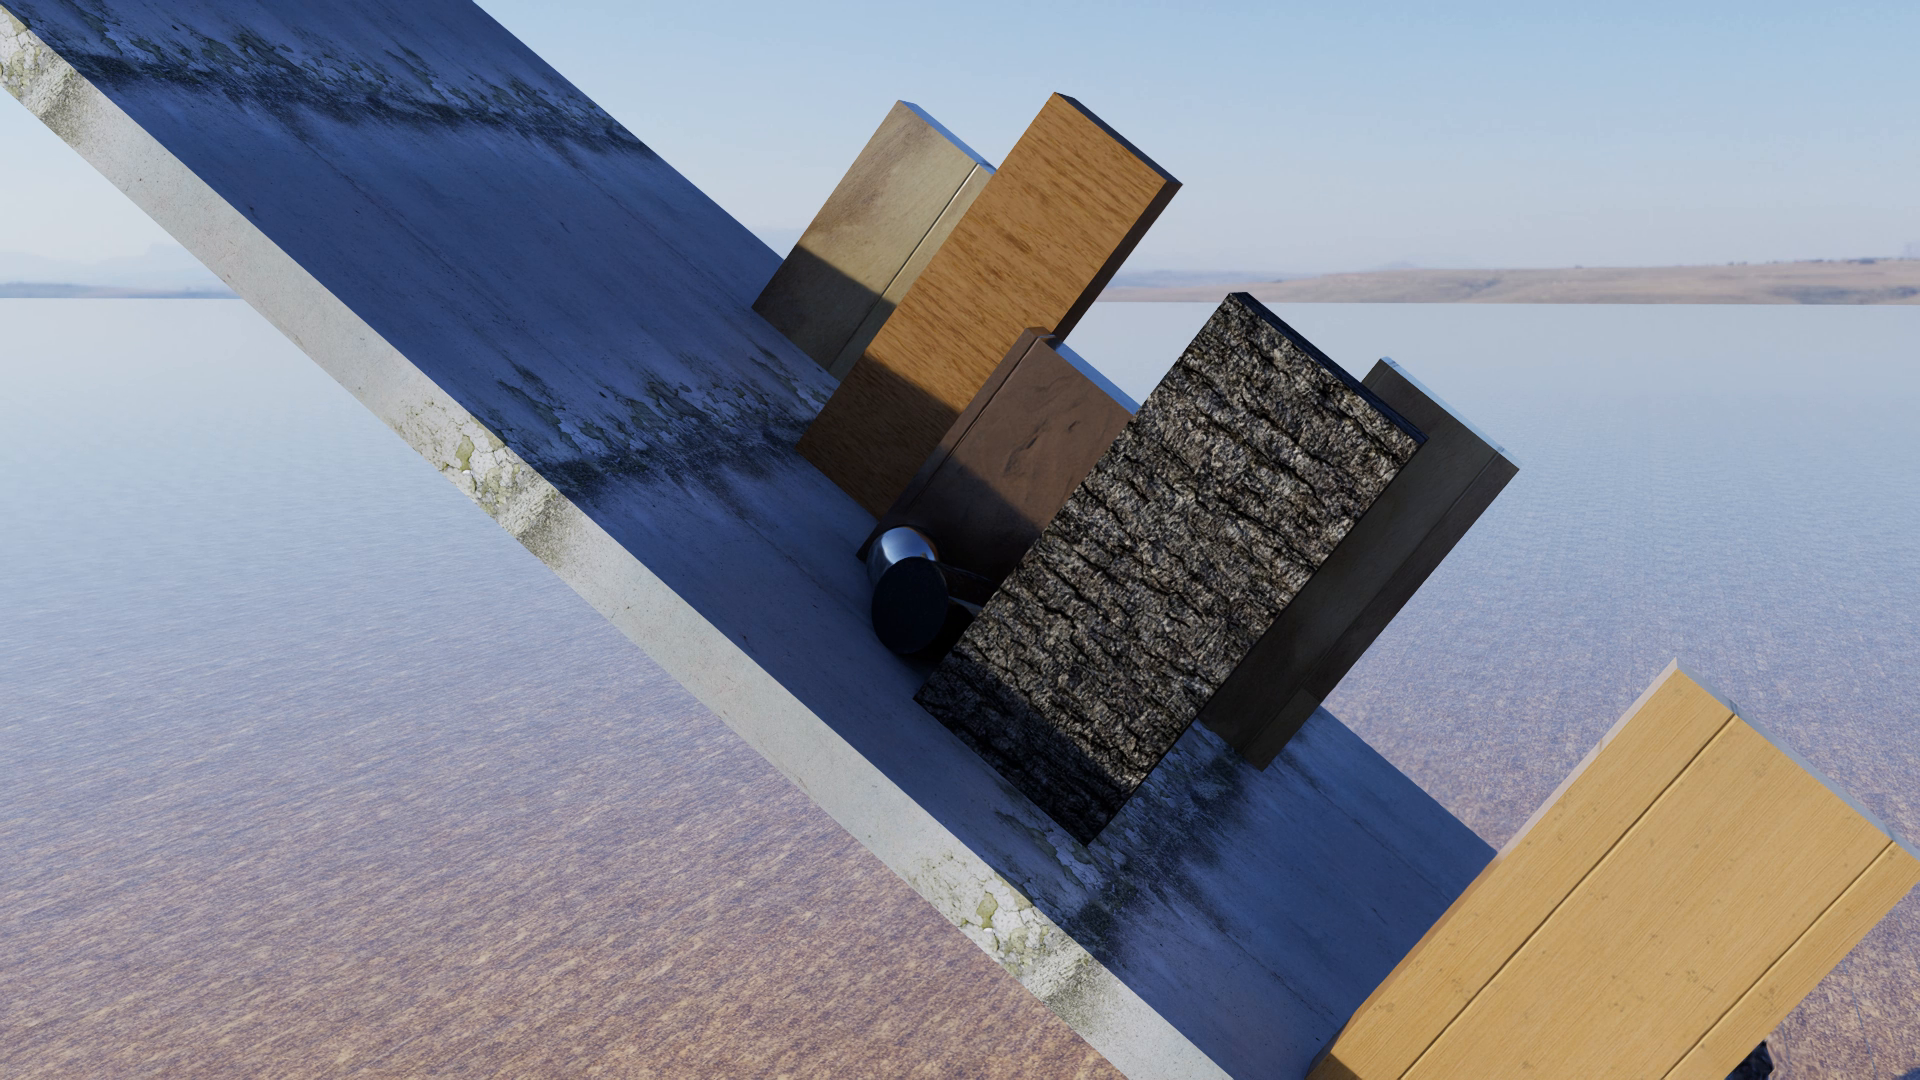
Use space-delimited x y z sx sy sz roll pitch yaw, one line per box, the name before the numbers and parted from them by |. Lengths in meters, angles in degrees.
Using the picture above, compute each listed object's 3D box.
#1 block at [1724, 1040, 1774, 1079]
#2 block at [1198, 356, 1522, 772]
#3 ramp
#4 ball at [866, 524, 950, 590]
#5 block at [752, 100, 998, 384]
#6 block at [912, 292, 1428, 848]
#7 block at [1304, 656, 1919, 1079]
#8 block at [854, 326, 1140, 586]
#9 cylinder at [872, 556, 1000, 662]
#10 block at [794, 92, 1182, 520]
block | 1.431 0.986 4.216 0.159 0.159 0.159 39 16 4
block | 0.692 0.048 4.170 0.322 0.748 0.127 40 16 9
ramp | -0.033 0.088 4.055 4.000 0.100 2.000 40 16 9
ball | -0.087 0.042 3.634 0.137 0.137 0.137 0 7 0
block | -0.098 -0.557 4.556 0.441 0.534 0.116 40 16 9
block | 0.308 0.046 3.292 0.346 0.781 0.147 40 16 9
block | 0.877 0.587 3.002 0.401 0.780 0.095 40 16 9
block | 0.145 -0.029 3.684 0.435 0.490 0.109 40 16 9
cylinder | -0.032 0.116 3.511 0.155 0.155 0.155 6 -7 39
block | 0.046 -0.397 3.943 0.252 0.794 0.143 40 16 9
